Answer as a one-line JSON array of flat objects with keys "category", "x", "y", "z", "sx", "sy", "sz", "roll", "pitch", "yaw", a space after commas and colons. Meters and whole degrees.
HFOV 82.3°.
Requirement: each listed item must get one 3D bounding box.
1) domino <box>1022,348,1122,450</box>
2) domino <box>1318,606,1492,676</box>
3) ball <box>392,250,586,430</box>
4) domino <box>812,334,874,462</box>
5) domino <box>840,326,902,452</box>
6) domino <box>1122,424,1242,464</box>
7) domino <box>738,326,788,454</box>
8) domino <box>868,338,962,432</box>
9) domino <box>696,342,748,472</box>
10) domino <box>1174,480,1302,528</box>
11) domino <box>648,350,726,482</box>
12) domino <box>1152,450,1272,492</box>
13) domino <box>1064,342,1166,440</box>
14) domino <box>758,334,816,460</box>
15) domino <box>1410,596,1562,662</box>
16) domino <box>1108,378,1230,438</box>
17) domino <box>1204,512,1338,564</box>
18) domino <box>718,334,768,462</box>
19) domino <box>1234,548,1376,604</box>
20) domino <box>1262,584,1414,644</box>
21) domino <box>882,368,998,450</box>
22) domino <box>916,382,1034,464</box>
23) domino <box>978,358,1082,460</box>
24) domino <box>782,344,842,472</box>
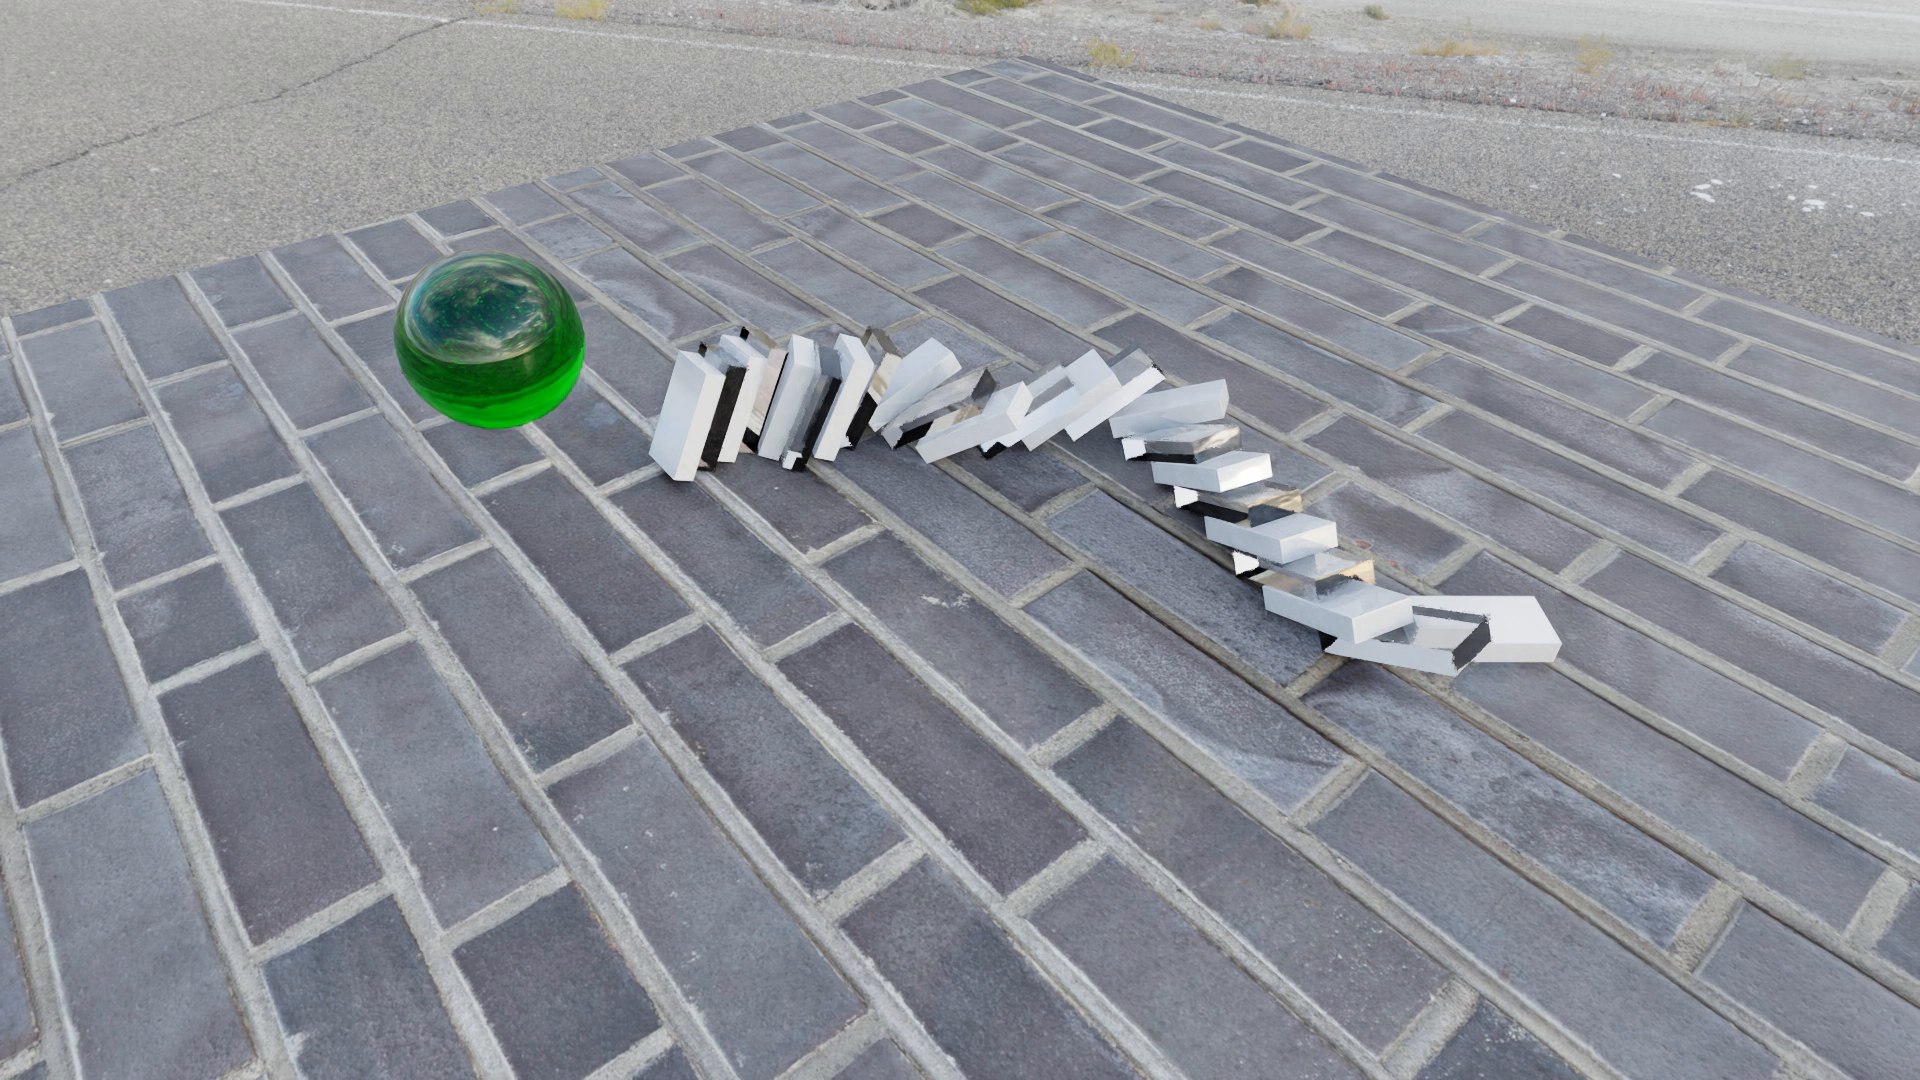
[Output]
[{"category": "domino", "x": 0.047, "y": -0.064, "z": 0.502, "sx": 0.050, "sy": 0.010, "sz": 0.025, "roll": -34, "pitch": 39, "yaw": 7}, {"category": "domino", "x": 0.155, "y": 0.033, "z": 0.387, "sx": 0.025, "sy": 0.009, "sz": 0.050, "roll": -31, "pitch": 23, "yaw": -32}, {"category": "ball", "x": -0.212, "y": -0.090, "z": 0.498, "sx": 0.080, "sy": 0.080, "sz": 0.080, "roll": 0, "pitch": 39, "yaw": 0}, {"category": "domino", "x": -0.055, "y": -0.063, "z": 0.489, "sx": 0.010, "sy": 0.050, "sz": 0.025, "roll": 9, "pitch": 32, "yaw": -31}, {"category": "domino", "x": -0.045, "y": -0.068, "z": 0.496, "sx": 0.009, "sy": 0.050, "sz": 0.025, "roll": 14, "pitch": 30, "yaw": -33}, {"category": "domino", "x": 0.095, "y": -0.042, "z": 0.476, "sx": 0.025, "sy": 0.010, "sz": 0.050, "roll": -20, "pitch": 14, "yaw": -23}, {"category": "domino", "x": -0.095, "y": -0.067, "z": 0.495, "sx": 0.009, "sy": 0.050, "sz": 0.025, "roll": 1, "pitch": 30, "yaw": -45}, {"category": "domino", "x": -0.026, "y": -0.073, "z": 0.513, "sx": 0.050, "sy": 0.010, "sz": 0.025, "roll": -37, "pitch": 35, "yaw": -4}, {"category": "domino", "x": -0.111, "y": -0.058, "z": 0.484, "sx": 0.010, "sy": 0.050, "sz": 0.025, "roll": 1, "pitch": 30, "yaw": -45}, {"category": "domino", "x": 0.112, "y": -0.017, "z": 0.448, "sx": 0.025, "sy": 0.010, "sz": 0.050, "roll": -17, "pitch": 17, "yaw": -19}, {"category": "domino", "x": -0.119, "y": -0.054, "z": 0.478, "sx": 0.009, "sy": 0.050, "sz": 0.025, "roll": 1, "pitch": 30, "yaw": -45}, {"category": "domino", "x": 0.104, "y": -0.030, "z": 0.460, "sx": 0.025, "sy": 0.010, "sz": 0.050, "roll": -17, "pitch": 13, "yaw": -18}, {"category": "domino", "x": 0.067, "y": -0.069, "z": 0.506, "sx": 0.050, "sy": 0.010, "sz": 0.025, "roll": -34, "pitch": 36, "yaw": 7}, {"category": "domino", "x": -0.078, "y": -0.063, "z": 0.489, "sx": 0.010, "sy": 0.050, "sz": 0.025, "roll": 14, "pitch": 35, "yaw": -22}, {"category": "domino", "x": 0.189, "y": 0.032, "z": 0.404, "sx": 0.050, "sy": 0.009, "sz": 0.025, "roll": 0, "pitch": 39, "yaw": 0}, {"category": "domino", "x": 0.095, "y": -0.060, "z": 0.499, "sx": 0.050, "sy": 0.010, "sz": 0.025, "roll": -9, "pitch": 24, "yaw": 23}, {"category": "domino", "x": 0.121, "y": -0.004, "z": 0.431, "sx": 0.025, "sy": 0.009, "sz": 0.050, "roll": -16, "pitch": 16, "yaw": -17}, {"category": "domino", "x": -0.103, "y": -0.063, "z": 0.489, "sx": 0.010, "sy": 0.050, "sz": 0.025, "roll": 1, "pitch": 30, "yaw": -45}, {"category": "domino", "x": 0.128, "y": 0.010, "z": 0.414, "sx": 0.025, "sy": 0.010, "sz": 0.050, "roll": -17, "pitch": 16, "yaw": -17}, {"category": "domino", "x": 0.136, "y": 0.023, "z": 0.398, "sx": 0.025, "sy": 0.010, "sz": 0.050, "roll": -17, "pitch": 16, "yaw": -17}, {"category": "domino", "x": -0.009, "y": -0.059, "z": 0.495, "sx": 0.050, "sy": 0.010, "sz": 0.025, "roll": -18, "pitch": 29, "yaw": 33}, {"category": "domino", "x": 0.006, "y": -0.052, "z": 0.485, "sx": 0.050, "sy": 0.009, "sz": 0.025, "roll": -17, "pitch": 31, "yaw": 34}, {"category": "domino", "x": 0.028, "y": -0.059, "z": 0.497, "sx": 0.050, "sy": 0.009, "sz": 0.025, "roll": -32, "pitch": 40, "yaw": 10}, {"category": "domino", "x": -0.066, "y": -0.057, "z": 0.482, "sx": 0.009, "sy": 0.050, "sz": 0.025, "roll": 14, "pitch": 35, "yaw": -22}]
